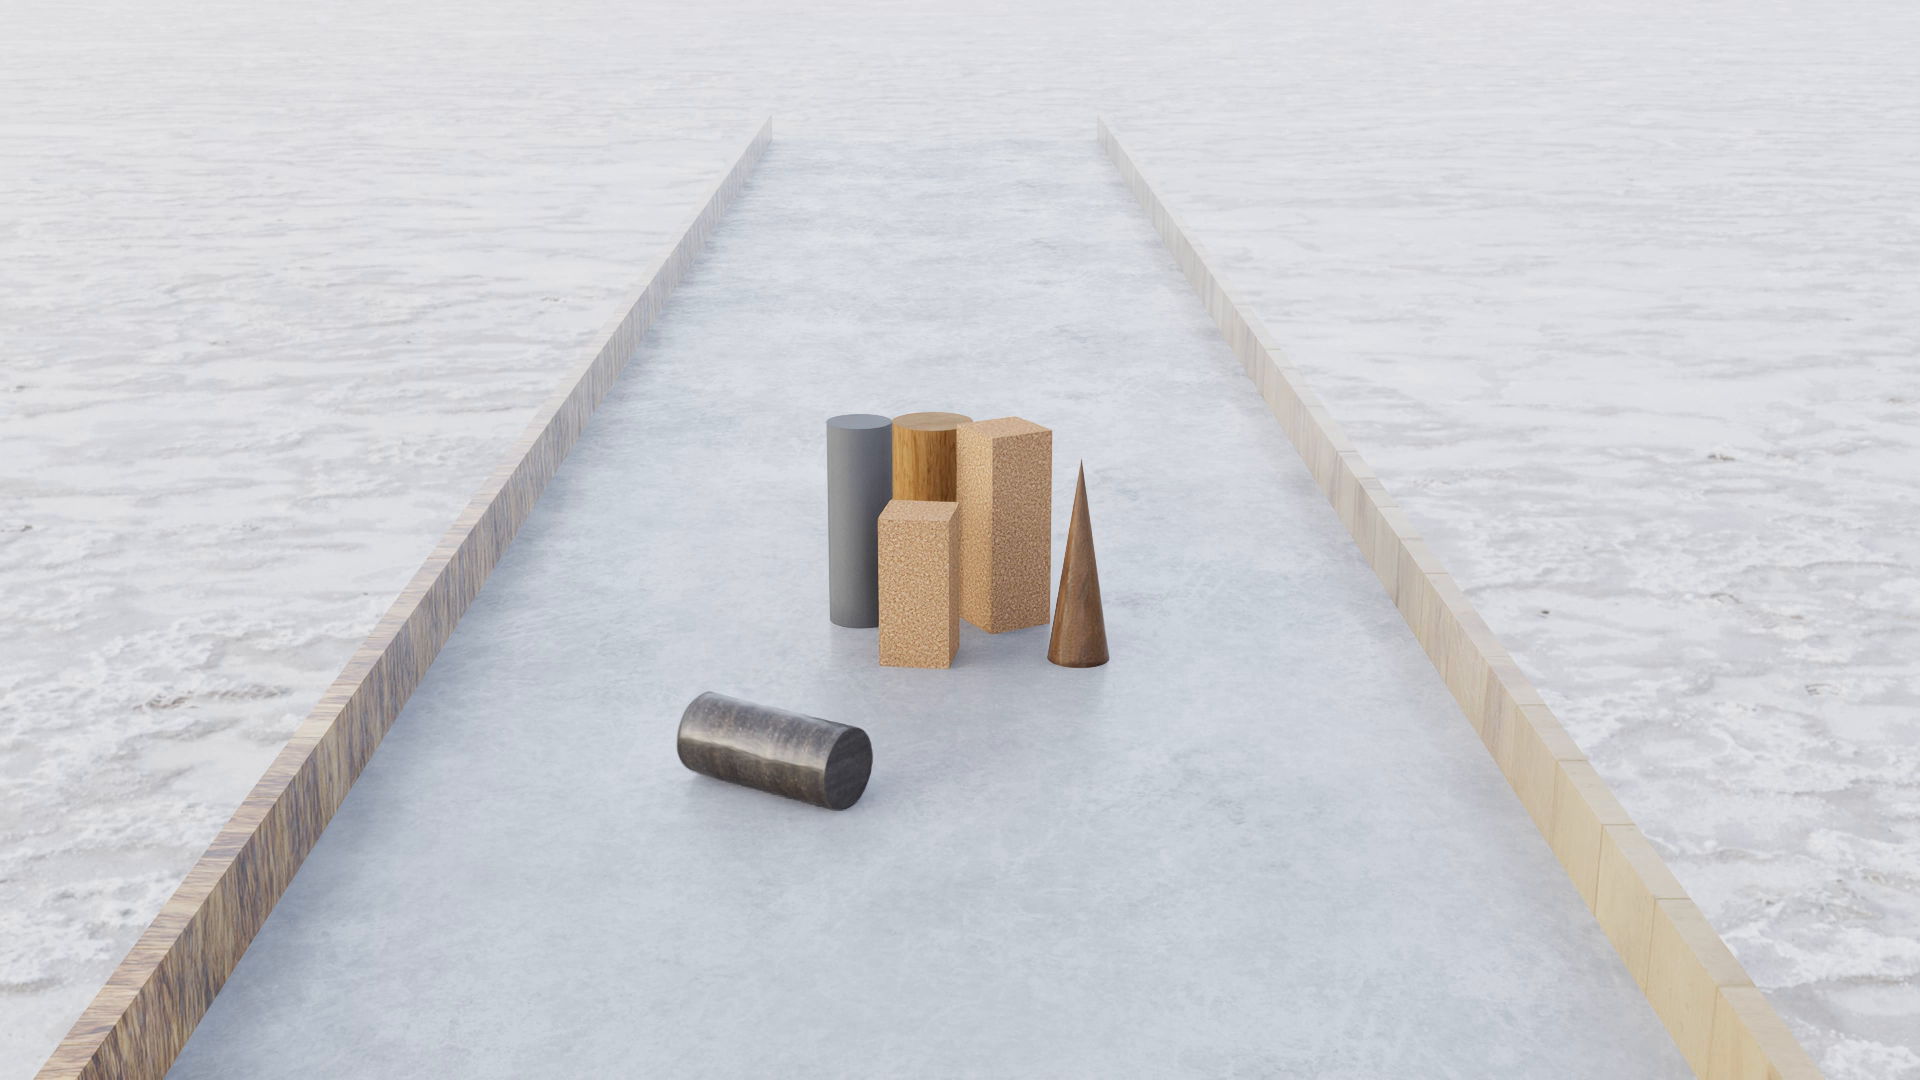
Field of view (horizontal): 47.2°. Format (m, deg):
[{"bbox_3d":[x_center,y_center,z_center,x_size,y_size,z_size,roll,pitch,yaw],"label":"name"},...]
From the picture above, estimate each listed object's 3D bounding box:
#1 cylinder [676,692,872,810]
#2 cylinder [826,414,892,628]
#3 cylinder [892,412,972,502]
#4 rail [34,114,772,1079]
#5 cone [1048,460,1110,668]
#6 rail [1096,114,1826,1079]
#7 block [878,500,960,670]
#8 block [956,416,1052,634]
[{"bbox_3d":[-0.319,0.360,3.771,0.314,0.141,0.141,10,19,31],"label":"cylinder"},{"bbox_3d":[-0.209,-0.040,4.607,0.136,0.429,0.136,0,17,0],"label":"cylinder"},{"bbox_3d":[-0.060,-0.084,4.867,0.178,0.367,0.178,0,17,0],"label":"cylinder"},{"bbox_3d":[-1.118,-0.838,7.780,0.050,0.150,12.000,0,17,-1],"label":"rail"},{"bbox_3d":[0.238,0.037,4.371,0.126,0.417,0.126,0,17,0],"label":"cone"},{"bbox_3d":[0.932,-0.844,7.801,0.050,0.150,12.000,0,17,-1],"label":"rail"},{"bbox_3d":[-0.081,0.088,4.396,0.140,0.305,0.140,2,17,8],"label":"block"},{"bbox_3d":[0.092,-0.033,4.601,0.144,0.419,0.144,-9,19,-29],"label":"block"}]
